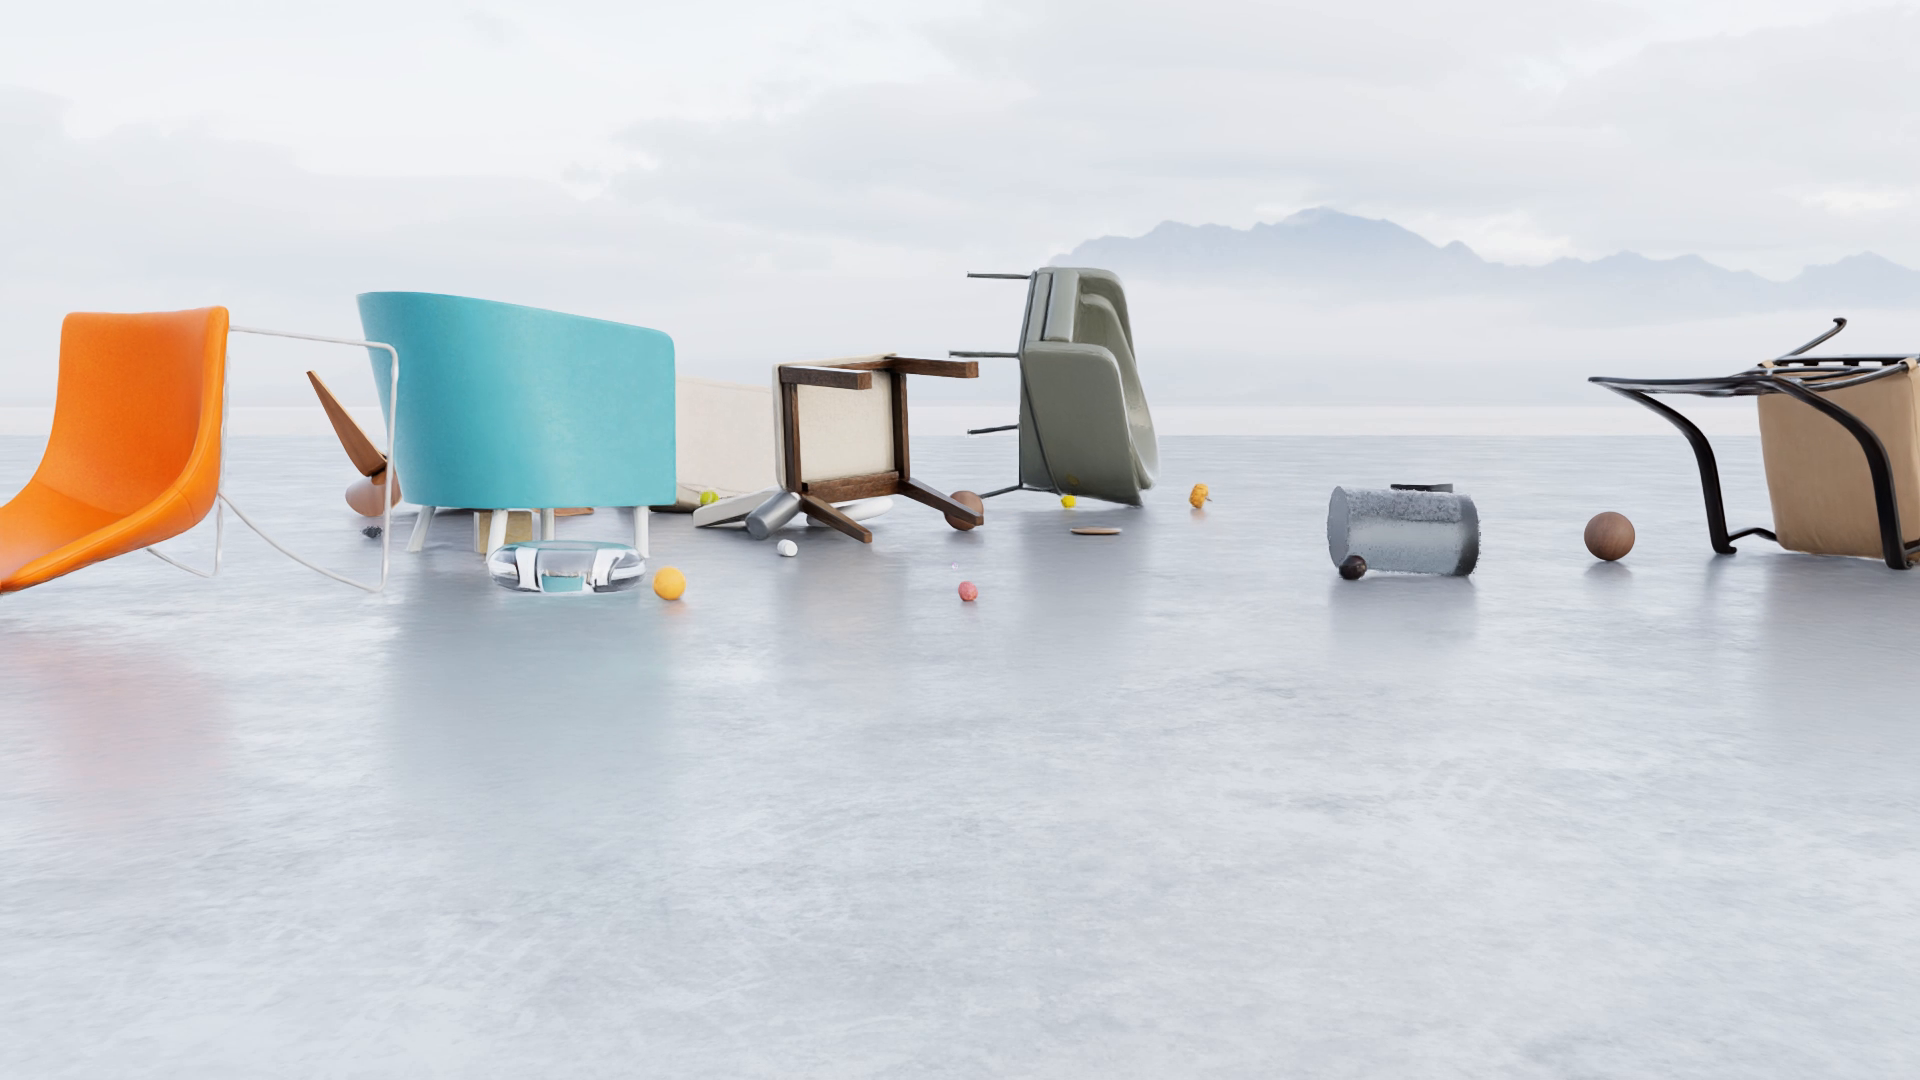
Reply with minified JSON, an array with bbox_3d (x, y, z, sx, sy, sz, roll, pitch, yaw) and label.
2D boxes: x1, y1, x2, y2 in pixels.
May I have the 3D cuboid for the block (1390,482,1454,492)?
[{"bbox_3d":[1.651,-0.147,7.868,0.153,0.111,0.209,3,5,34],"label":"block"}]

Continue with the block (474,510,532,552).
[{"bbox_3d":[-1.264,-0.023,6.086,0.145,0.109,0.076,-2,4,-22],"label":"block"}]

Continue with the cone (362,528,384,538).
[{"bbox_3d":[-1.770,-0.014,6.627,0.069,0.038,0.031,1,35,-8],"label":"cone"}]

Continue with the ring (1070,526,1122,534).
[{"bbox_3d":[0.421,-0.029,6.825,0.160,0.020,0.165,-2,4,-29],"label":"ring"}]

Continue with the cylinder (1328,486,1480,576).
[{"bbox_3d":[1.066,-0.023,5.310,0.308,0.191,0.289,4,16,-1],"label":"cylinder"}]

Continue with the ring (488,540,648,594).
[{"bbox_3d":[-0.885,0.060,4.960,0.348,0.099,0.394,-2,5,-32],"label":"ring"}]

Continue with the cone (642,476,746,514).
[{"bbox_3d":[-0.939,-0.133,7.996,0.351,0.131,0.315,12,1,11],"label":"cone"}]

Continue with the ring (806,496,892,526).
[{"bbox_3d":[-0.367,-0.095,7.313,0.272,0.059,0.347,-7,6,30],"label":"ring"}]
